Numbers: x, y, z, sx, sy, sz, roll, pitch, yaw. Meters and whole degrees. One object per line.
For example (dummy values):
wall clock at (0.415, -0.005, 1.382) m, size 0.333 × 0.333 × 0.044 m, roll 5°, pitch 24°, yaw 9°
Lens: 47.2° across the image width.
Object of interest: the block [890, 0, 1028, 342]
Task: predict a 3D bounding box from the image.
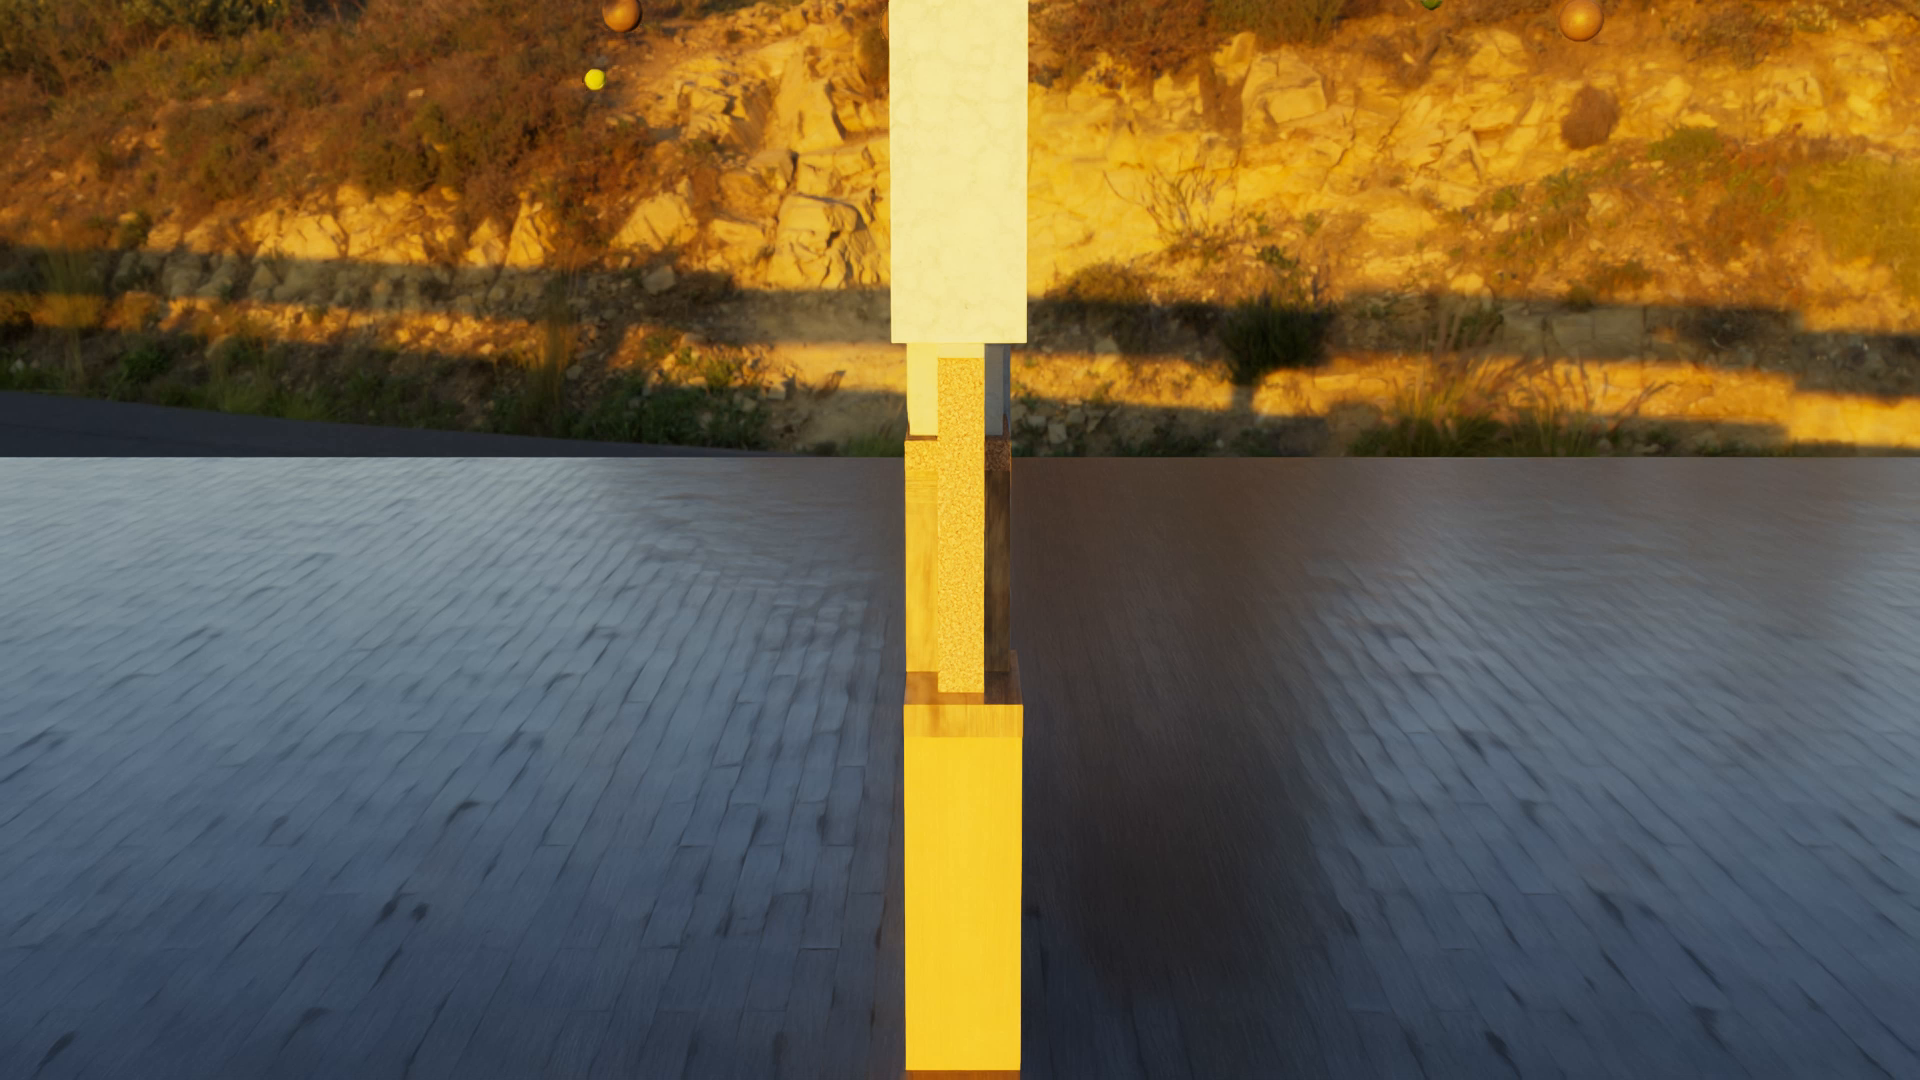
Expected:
block at (-0.002, -0.505, 2.824) m, size 0.175 × 0.499 × 0.049 m, roll 0°, pitch 10°, yaw 0°

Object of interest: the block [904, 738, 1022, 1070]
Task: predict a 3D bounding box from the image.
block at (0.004, 0.481, 2.958) m, size 0.155 × 0.474 × 0.044 m, roll 0°, pitch 11°, yaw 0°

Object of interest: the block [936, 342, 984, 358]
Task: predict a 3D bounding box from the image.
block at (0.001, -0.254, 2.887) m, size 0.061 × 0.017 × 0.121 m, roll 0°, pitch 10°, yaw 0°

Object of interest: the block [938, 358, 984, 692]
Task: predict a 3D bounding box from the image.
block at (0.001, -0.019, 2.889) m, size 0.061 × 0.446 × 0.017 m, roll 0°, pitch 10°, yaw 0°

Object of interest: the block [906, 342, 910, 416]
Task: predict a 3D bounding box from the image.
block at (-0.003, -0.328, 3.642) m, size 0.169 × 0.360 × 0.048 m, roll 0°, pitch 11°, yaw 0°

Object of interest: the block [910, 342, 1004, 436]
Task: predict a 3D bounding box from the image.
block at (-0.005, -0.270, 2.994) m, size 0.126 × 0.253 × 0.036 m, roll 0°, pitch 11°, yaw 0°

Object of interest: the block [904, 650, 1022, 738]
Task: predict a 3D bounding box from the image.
block at (0.004, 0.208, 3.013) m, size 0.155 × 0.044 × 0.310 m, roll 0°, pitch 10°, yaw 0°

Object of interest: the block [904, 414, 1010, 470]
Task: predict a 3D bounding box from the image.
block at (-0.003, -0.139, 3.091) m, size 0.142 × 0.040 × 0.284 m, roll 0°, pitch 11°, yaw 0°

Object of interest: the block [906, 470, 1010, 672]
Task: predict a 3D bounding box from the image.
block at (-0.003, 0.038, 3.027) m, size 0.142 × 0.284 × 0.040 m, roll 0°, pitch 10°, yaw 0°

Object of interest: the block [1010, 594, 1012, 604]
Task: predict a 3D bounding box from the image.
block at (0.000, 0.074, 3.447) m, size 0.152 × 0.043 × 0.304 m, roll 0°, pitch 11°, yaw 0°

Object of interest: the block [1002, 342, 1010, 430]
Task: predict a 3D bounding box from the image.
block at (0.001, -0.352, 3.248) m, size 0.147 × 0.443 × 0.042 m, roll 0°, pitch 10°, yaw 0°
